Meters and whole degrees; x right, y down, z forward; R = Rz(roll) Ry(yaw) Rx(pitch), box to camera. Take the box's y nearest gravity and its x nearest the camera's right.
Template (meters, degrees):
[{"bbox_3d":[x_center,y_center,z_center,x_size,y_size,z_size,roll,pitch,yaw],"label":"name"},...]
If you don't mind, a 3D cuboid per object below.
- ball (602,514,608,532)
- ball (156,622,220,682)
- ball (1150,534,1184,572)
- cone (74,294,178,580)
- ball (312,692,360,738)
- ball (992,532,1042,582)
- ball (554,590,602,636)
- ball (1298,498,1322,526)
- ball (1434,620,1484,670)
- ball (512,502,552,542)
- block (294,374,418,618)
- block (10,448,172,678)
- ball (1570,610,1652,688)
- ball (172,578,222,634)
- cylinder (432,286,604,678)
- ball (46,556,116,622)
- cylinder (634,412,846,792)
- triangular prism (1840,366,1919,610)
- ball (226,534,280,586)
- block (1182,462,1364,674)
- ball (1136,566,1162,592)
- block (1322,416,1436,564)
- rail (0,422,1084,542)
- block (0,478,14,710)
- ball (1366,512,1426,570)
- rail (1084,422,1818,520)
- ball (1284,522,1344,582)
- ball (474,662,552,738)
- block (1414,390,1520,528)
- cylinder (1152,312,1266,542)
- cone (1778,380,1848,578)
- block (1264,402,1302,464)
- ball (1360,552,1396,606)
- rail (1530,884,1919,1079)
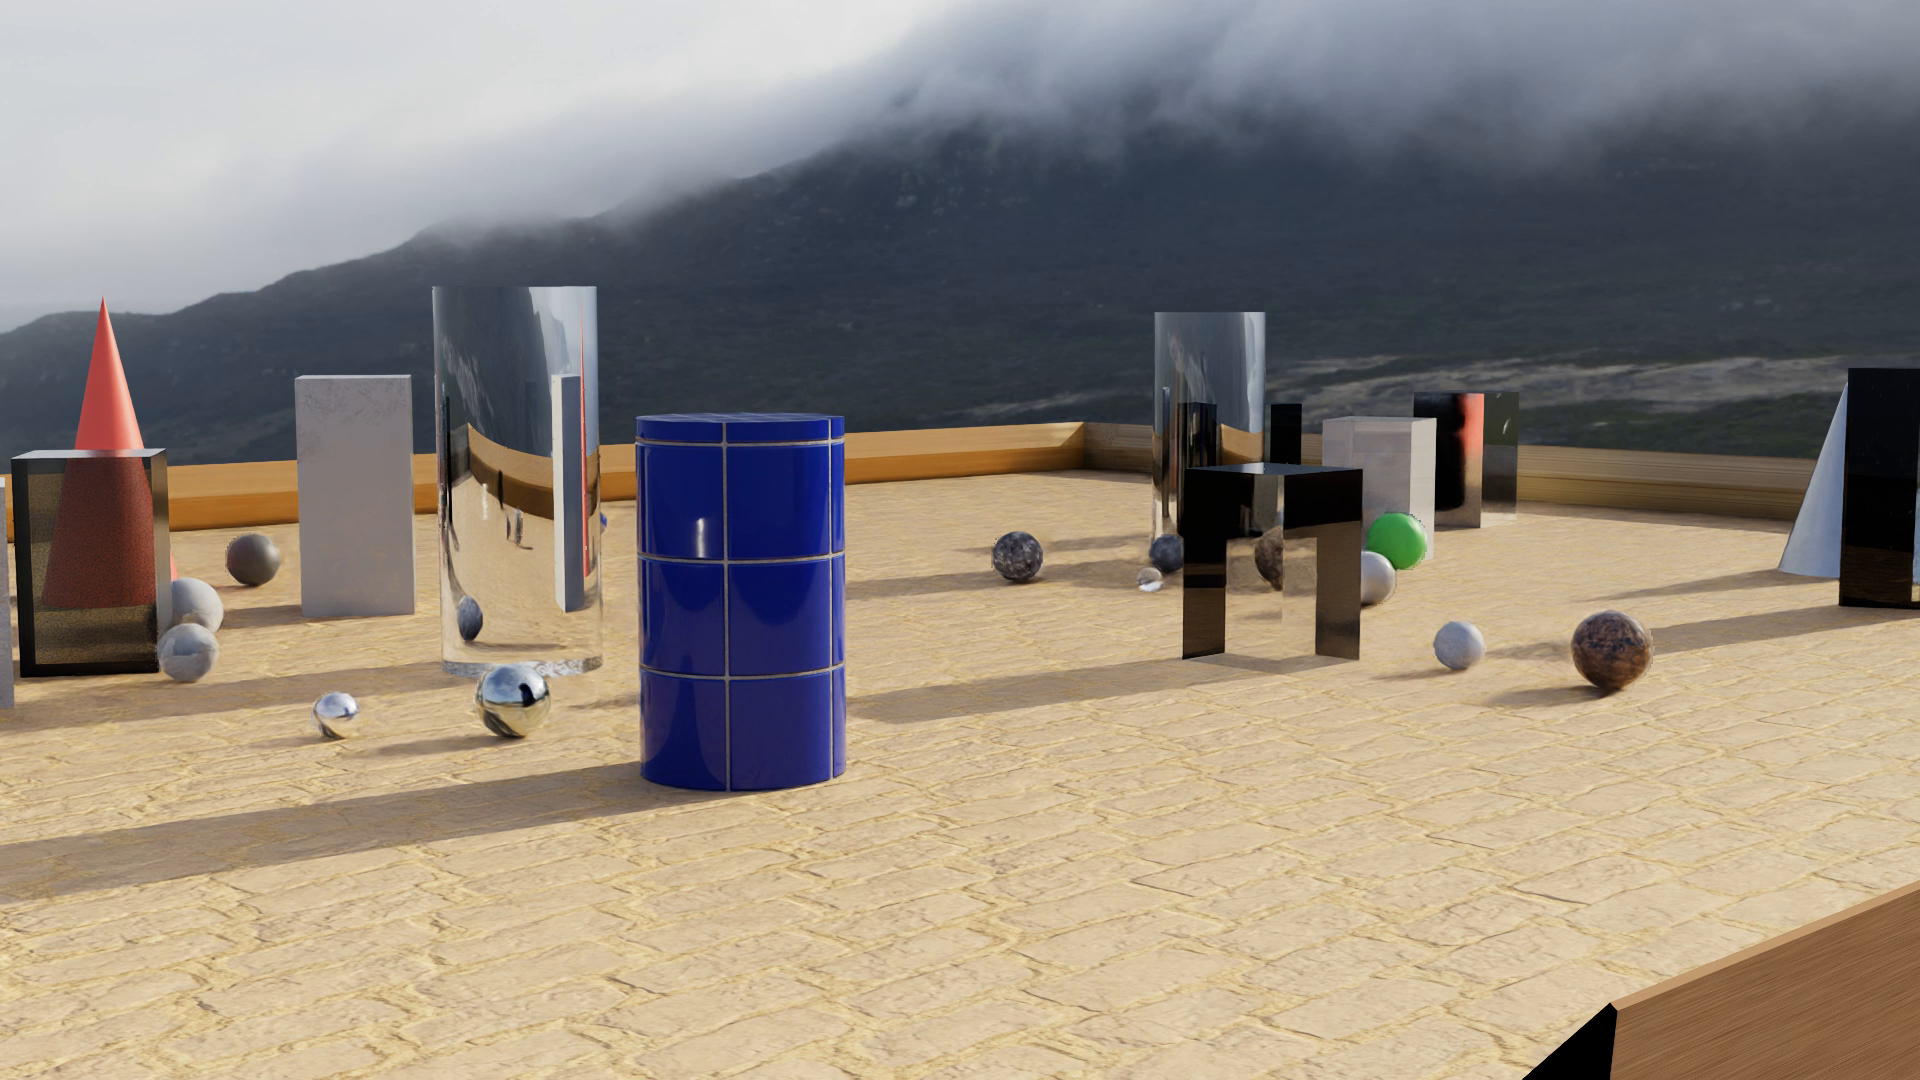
[{"bbox_3d":[-0.729,-0.034,4.387,0.049,0.049,0.049,0,6,0],"label":"ball"},{"bbox_3d":[-0.929,0.135,2.648,0.071,0.071,0.071,0,6,0],"label":"ball"},{"bbox_3d":[0.355,0.024,3.751,0.065,0.065,0.065,0,6,0],"label":"ball"},{"bbox_3d":[-1.328,-0.147,3.433,0.199,0.470,0.199,0,6,0],"label":"cone"},{"bbox_3d":[-0.651,0.183,2.299,0.049,0.049,0.049,0,6,0],"label":"ball"},{"bbox_3d":[0.095,0.027,3.628,0.084,0.084,0.084,0,6,0],"label":"ball"},{"bbox_3d":[-0.526,0.100,3.027,0.064,0.064,0.064,0,6,0],"label":"ball"},{"bbox_3d":[0.679,-0.029,4.086,0.100,0.100,0.100,0,6,0],"label":"ball"},{"bbox_3d":[0.621,0.131,2.736,0.061,0.061,0.061,0,6,0],"label":"ball"},{"bbox_3d":[-0.828,-0.035,4.259,0.076,0.076,0.076,0,6,0],"label":"ball"},{"bbox_3d":[-0.899,-0.070,3.281,0.160,0.348,0.160,-1,6,-12],"label":"block"},{"bbox_3d":[-1.085,0.025,2.760,0.160,0.268,0.160,-1,6,-13],"label":"block"},{"bbox_3d":[0.770,0.129,2.601,0.093,0.093,0.093,0,6,0],"label":"ball"},{"bbox_3d":[-1.028,0.096,2.922,0.092,0.092,0.092,0,6,0],"label":"ball"},{"bbox_3d":[-0.549,-0.077,2.743,0.199,0.474,0.199,0,6,0],"label":"cylinder"},{"bbox_3d":[-1.262,0.071,3.159,0.093,0.093,0.093,0,6,0],"label":"ball"},{"bbox_3d":[-0.210,0.053,2.120,0.199,0.343,0.199,0,6,0],"label":"cylinder"},{"bbox_3d":[1.439,-0.083,3.352,0.173,0.360,0.150,2,6,20],"label":"triangular prism"},{"bbox_3d":[-1.148,0.032,3.571,0.085,0.085,0.085,0,6,0],"label":"ball"},{"bbox_3d":[0.398,0.032,2.801,0.160,0.246,0.160,-6,8,-43],"label":"block"},{"bbox_3d":[0.302,0.063,3.493,0.041,0.041,0.041,0,6,0],"label":"ball"},{"bbox_3d":[0.749,-0.090,3.932,0.160,0.253,0.160,3,7,27],"label":"block"},{"bbox_3d":[-1.287,-0.111,4.719,4.500,0.130,0.045,-5,8,-42],"label":"rail"},{"bbox_3d":[-1.168,0.061,2.501,0.160,0.249,0.160,-3,6,-23],"label":"block"},{"bbox_3d":[0.750,0.003,3.783,0.100,0.100,0.100,0,6,0],"label":"ball"},{"bbox_3d":[1.636,-0.123,4.833,0.045,0.130,3.842,-5,8,-42],"label":"rail"},{"bbox_3d":[0.581,0.020,3.617,0.099,0.099,0.099,0,6,0],"label":"ball"},{"bbox_3d":[-0.468,0.168,2.301,0.079,0.079,0.079,0,6,0],"label":"ball"},{"bbox_3d":[1.060,-0.173,4.617,0.160,0.276,0.160,5,8,40],"label":"block"},{"bbox_3d":[0.443,-0.184,3.923,0.199,0.442,0.199,0,6,0],"label":"cylinder"},{"bbox_3d":[1.509,-0.109,3.758,0.199,0.326,0.199,0,6,0],"label":"cone"},{"bbox_3d":[0.574,-0.146,4.439,0.160,0.260,0.160,-4,7,-37],"label":"block"},{"bbox_3d":[0.620,0.058,3.342,0.082,0.082,0.082,0,6,0],"label":"ball"},{"bbox_3d":[1.287,0.178,1.945,4.500,0.130,0.045,-5,8,-42],"label":"rail"}]
